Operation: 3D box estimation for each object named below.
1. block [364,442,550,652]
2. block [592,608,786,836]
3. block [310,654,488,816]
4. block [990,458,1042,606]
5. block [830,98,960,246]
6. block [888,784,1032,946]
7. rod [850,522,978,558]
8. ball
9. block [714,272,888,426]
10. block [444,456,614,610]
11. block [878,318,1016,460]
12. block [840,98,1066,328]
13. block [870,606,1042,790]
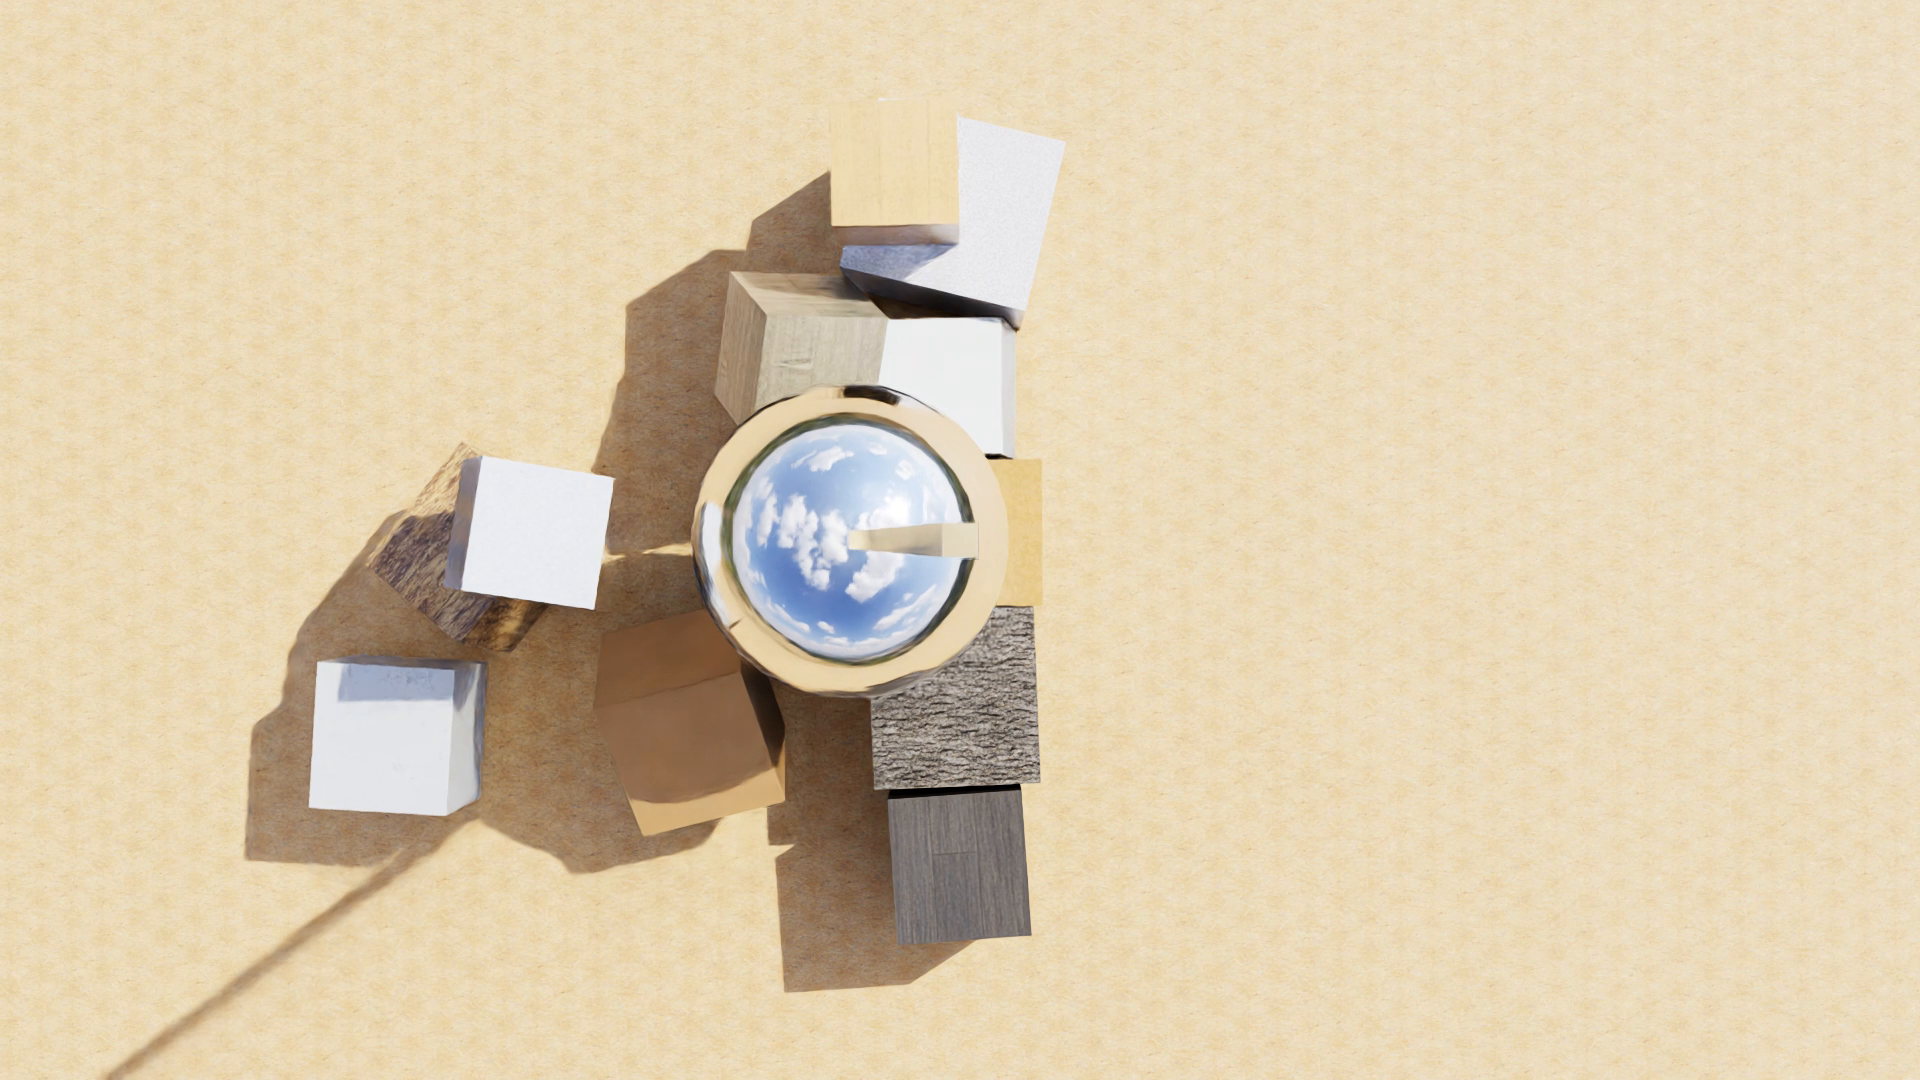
[{"bbox_3d":[-2.694,0.057,12.522,0.718,0.845,0.867,39,90,10],"label":"block"},{"bbox_3d":[-1.509,1.001,12.426,0.828,0.775,0.889,-14,119,3],"label":"block"},{"bbox_3d":[-3.195,1.099,12.576,0.760,0.847,0.806,3,90,0],"label":"block"},{"bbox_3d":[-0.015,-0.040,12.566,0.937,0.868,0.811,0,90,0],"label":"block"},{"bbox_3d":[-0.335,-1.928,11.607,0.654,0.686,0.639,-1,89,0],"label":"block"},{"bbox_3d":[-0.002,1.800,12.540,0.740,0.921,0.802,-4,90,0],"label":"block"},{"bbox_3d":[-0.238,0.000,7.662,0.080,5.200,0.080,0,90,-5],"label":"rod"},{"bbox_3d":[-0.548,0.000,11.048,1.600,1.600,1.600,0,90,0],"label":"ball"},{"bbox_3d":[-0.876,-1.000,12.014,0.682,0.681,0.721,-1,116,-24],"label":"block"},{"bbox_3d":[-2.230,-0.036,11.322,0.664,0.756,0.671,9,87,-20],"label":"block"},{"bbox_3d":[-0.098,-0.847,12.545,0.753,0.831,0.751,0,90,6],"label":"block"},{"bbox_3d":[-0.040,-1.826,12.478,1.042,1.045,0.945,13,90,0],"label":"block"},{"bbox_3d":[-0.033,0.873,12.563,0.921,0.875,0.973,-2,90,0],"label":"block"}]
